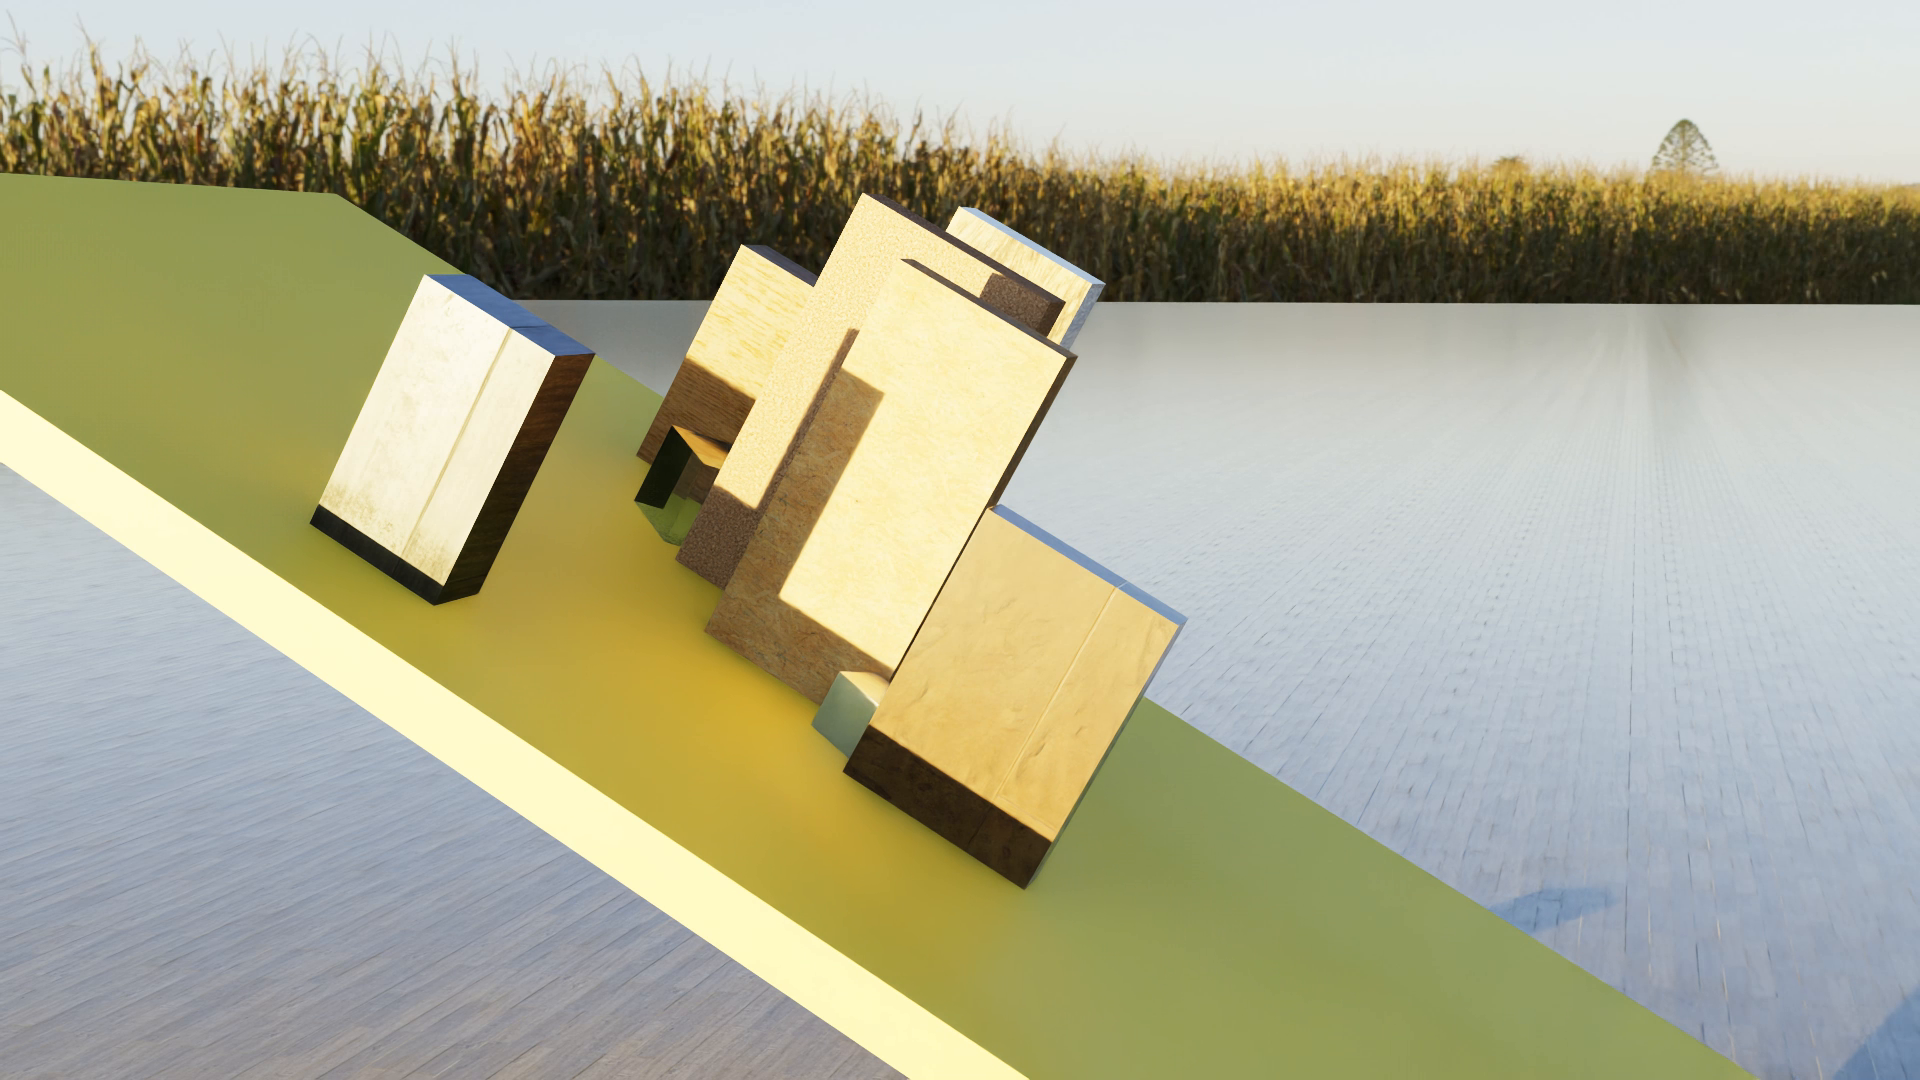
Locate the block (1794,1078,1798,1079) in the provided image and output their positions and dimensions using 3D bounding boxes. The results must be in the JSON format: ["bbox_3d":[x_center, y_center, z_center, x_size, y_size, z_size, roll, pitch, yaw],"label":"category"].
[{"bbox_3d":[1.603,1.162,4.066,0.194,0.194,0.194,28,14,-4],"label":"block"}]

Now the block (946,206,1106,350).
[{"bbox_3d":[-0.019,-0.323,4.949,0.345,0.770,0.129,32,15,11],"label":"block"}]

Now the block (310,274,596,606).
[{"bbox_3d":[-0.814,-0.163,3.526,0.255,0.456,0.140,32,15,11],"label":"block"}]

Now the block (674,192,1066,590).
[{"bbox_3d":[-0.177,-0.203,4.174,0.411,0.799,0.120,32,15,11],"label":"block"}]

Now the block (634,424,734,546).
[{"bbox_3d":[-0.511,-0.092,4.420,0.179,0.179,0.179,18,18,-37],"label":"block"}]

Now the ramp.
[{"bbox_3d":[-0.198,0.327,4.135,4.000,0.100,2.000,32,15,11],"label":"ramp"}]

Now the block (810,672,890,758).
[{"bbox_3d":[-0.165,0.308,3.833,0.112,0.112,0.112,37,17,31],"label":"block"}]

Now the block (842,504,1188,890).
[{"bbox_3d":[0.087,0.259,3.648,0.365,0.520,0.082,32,15,11],"label":"block"}]

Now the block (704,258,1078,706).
[{"bbox_3d":[-0.130,-0.077,3.896,0.344,0.766,0.085,32,15,11],"label":"block"}]

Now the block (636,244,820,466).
[{"bbox_3d":[-0.410,-0.317,4.704,0.355,0.515,0.138,32,15,11],"label":"block"}]
